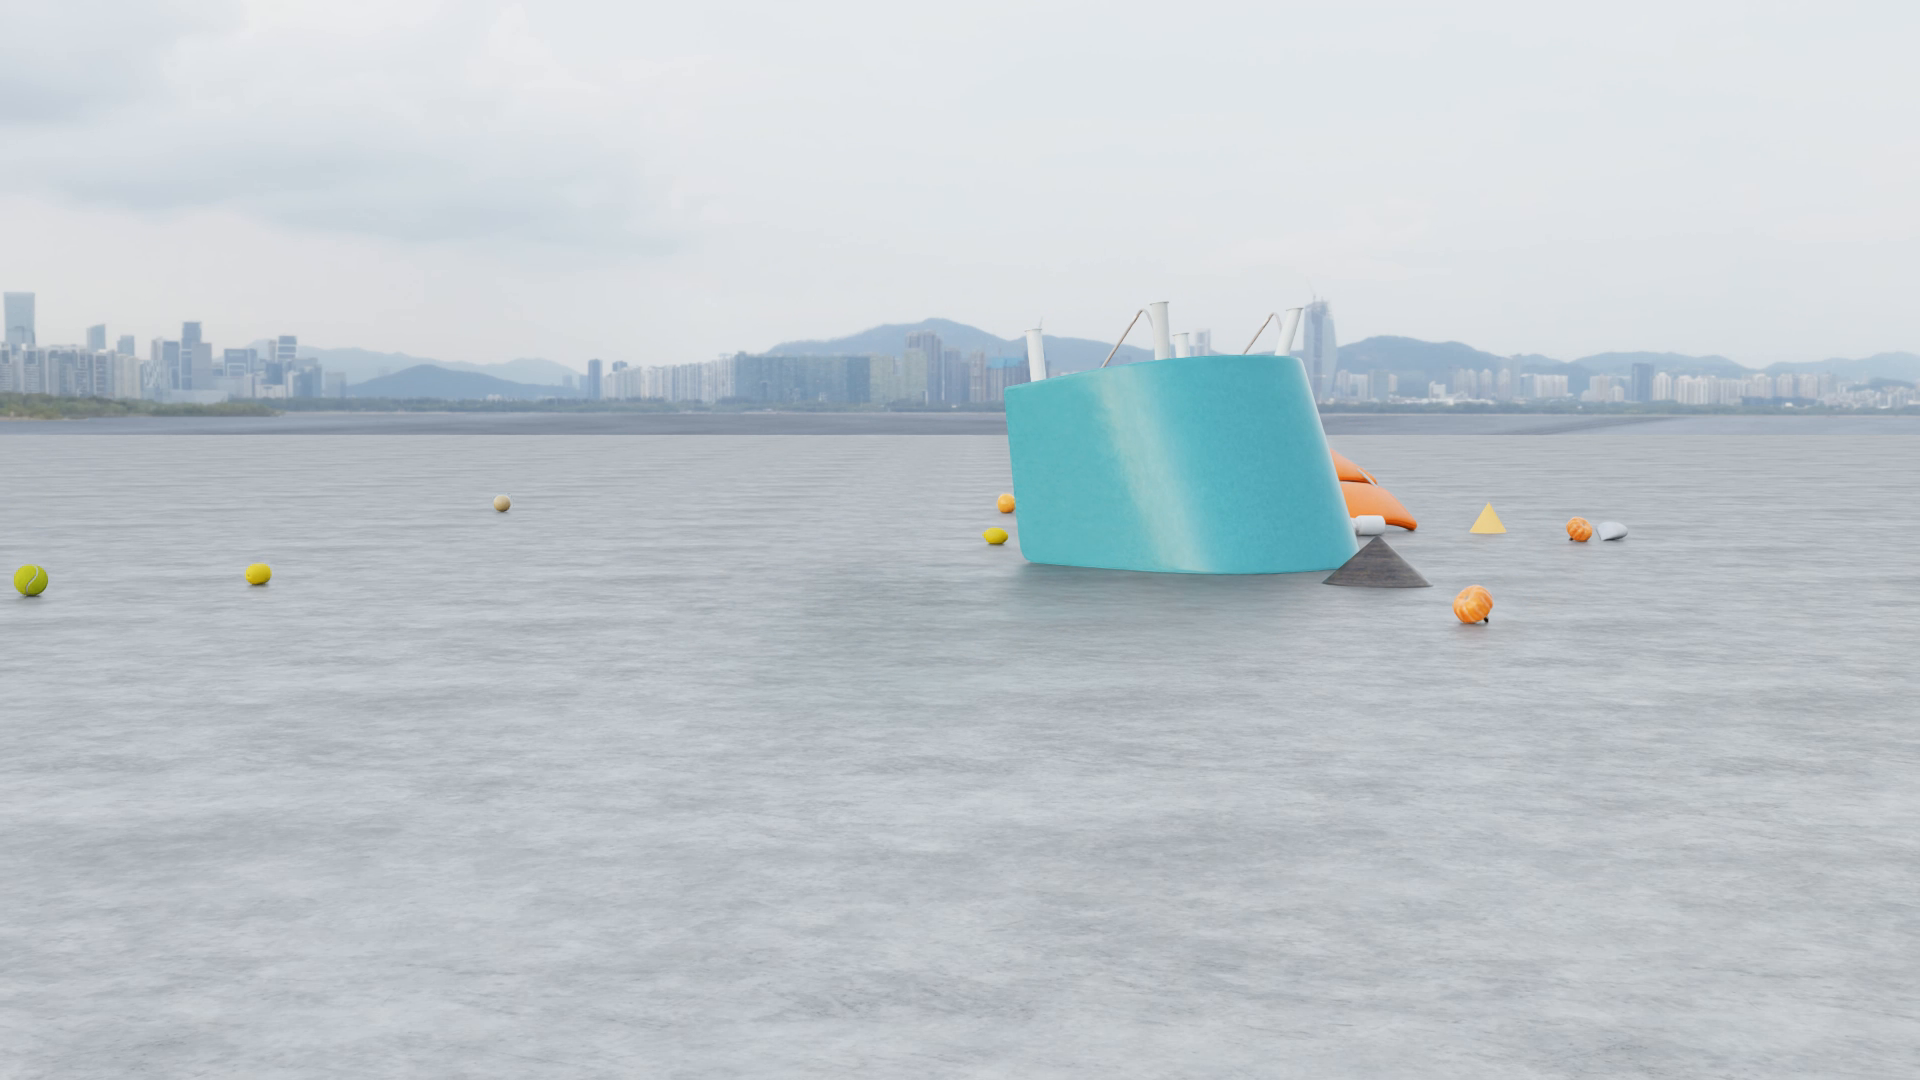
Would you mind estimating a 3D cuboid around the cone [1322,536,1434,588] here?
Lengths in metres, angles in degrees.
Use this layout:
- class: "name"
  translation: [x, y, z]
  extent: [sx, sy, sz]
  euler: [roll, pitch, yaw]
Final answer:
- class: "cone"
  translation: [0.960, 0.045, 5.053]
  extent: [0.258, 0.114, 0.164]
  euler: [2, 4, 22]

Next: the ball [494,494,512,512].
- class: "ball"
  translation: [-1.673, -0.134, 8.036]
  extent: [0.064, 0.064, 0.064]
  euler: [0, 4, 0]

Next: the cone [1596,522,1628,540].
- class: "cone"
  translation: [1.924, -0.013, 6.542]
  extent: [0.065, 0.058, 0.107]
  euler: [-34, 21, -37]

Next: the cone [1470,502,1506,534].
- class: "cone"
  translation: [1.660, -0.072, 6.909]
  extent: [0.128, 0.094, 0.109]
  euler: [-3, 5, -39]

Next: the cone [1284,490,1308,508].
- class: "cone"
  translation: [1.246, -0.133, 8.245]
  extent: [0.087, 0.072, 0.107]
  euler: [-24, 7, -10]
